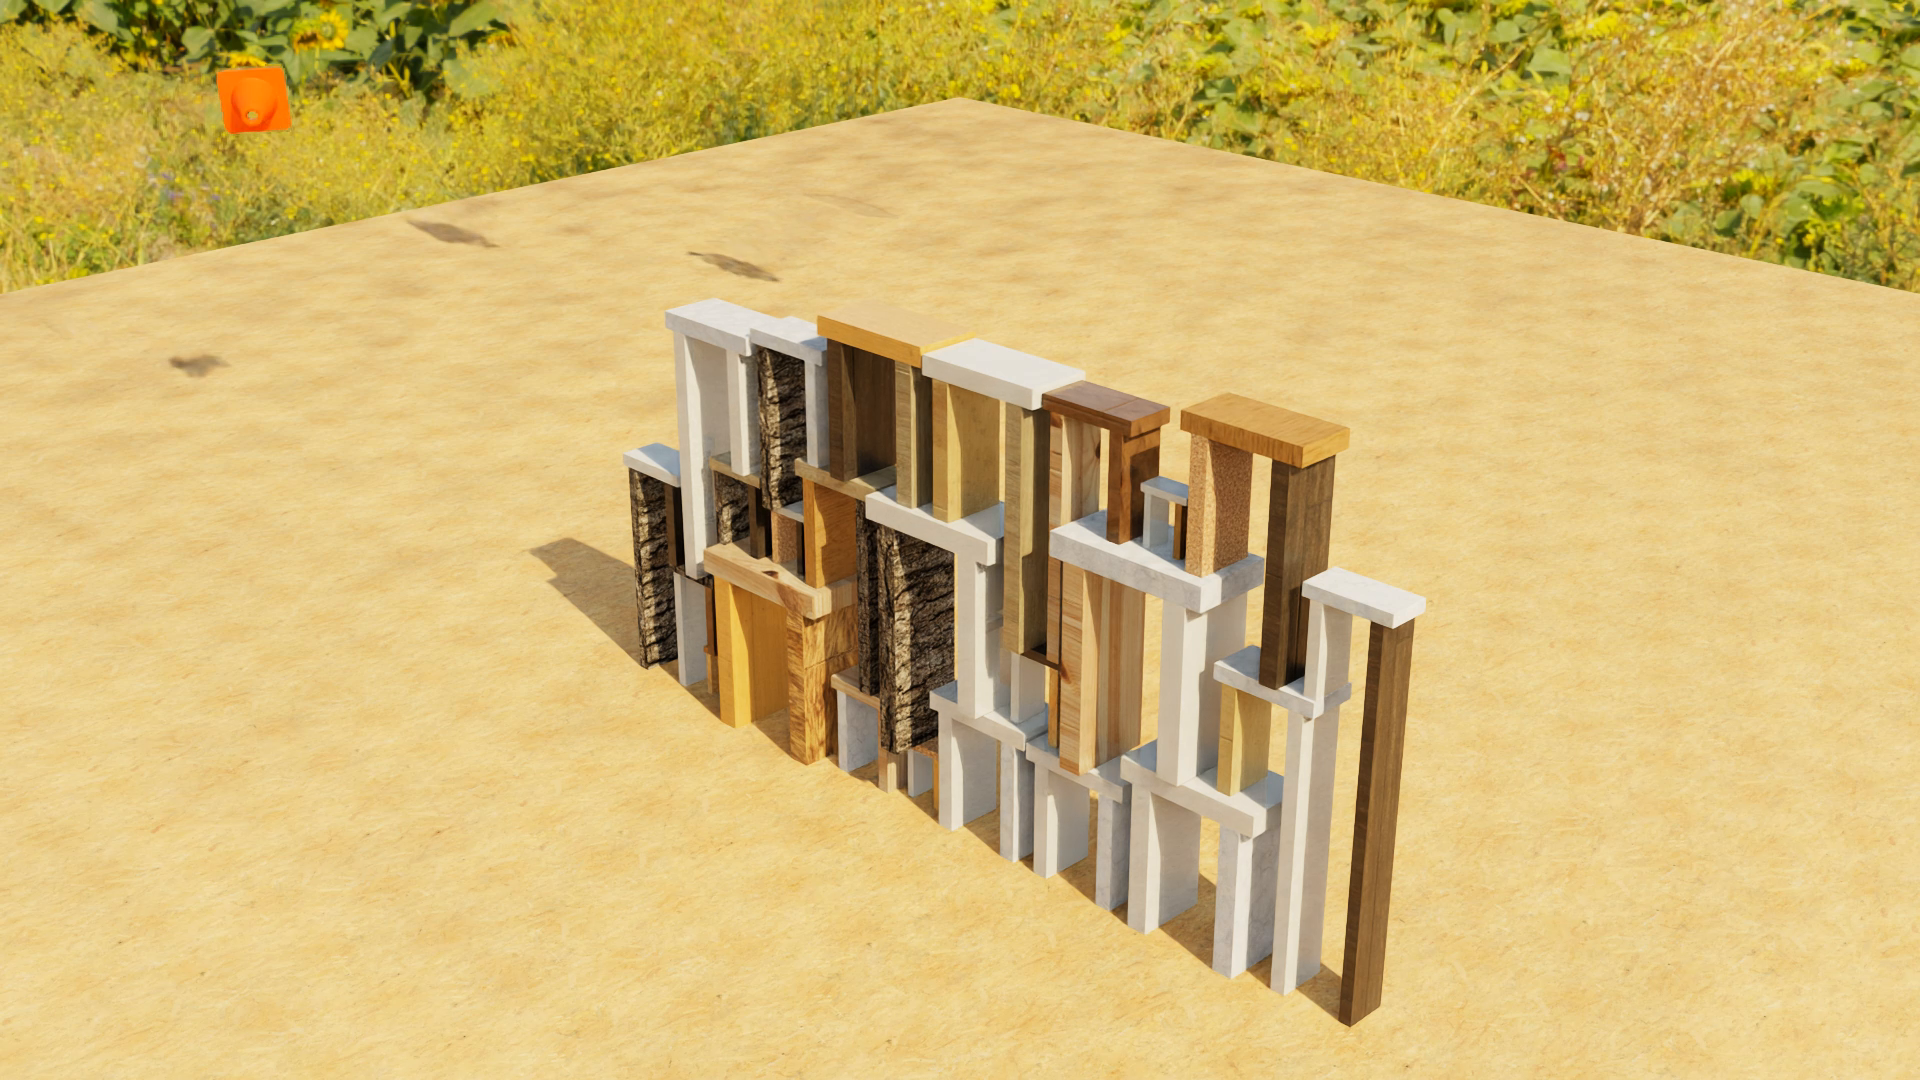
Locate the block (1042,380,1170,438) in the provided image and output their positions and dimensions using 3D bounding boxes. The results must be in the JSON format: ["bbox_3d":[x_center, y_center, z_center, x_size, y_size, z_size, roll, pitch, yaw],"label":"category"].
[{"bbox_3d":[0.255,-0.231,3.850,0.206,0.029,0.103,21,31,41],"label":"block"}]

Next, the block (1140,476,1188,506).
[{"bbox_3d":[0.367,-0.085,3.788,0.103,0.015,0.051,21,31,40],"label":"block"}]

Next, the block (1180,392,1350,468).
[{"bbox_3d":[0.499,-0.182,3.611,0.251,0.036,0.126,21,31,41],"label":"block"}]

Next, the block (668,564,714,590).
[{"bbox_3d":[-0.561,0.067,4.865,0.164,0.023,0.082,21,31,40],"label":"block"}]

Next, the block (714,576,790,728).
[{"bbox_3d":[-0.444,0.219,4.795,0.050,0.351,0.176,21,31,41],"label":"block"}]

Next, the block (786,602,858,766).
[{"bbox_3d":[-0.279,0.284,4.642,0.050,0.351,0.175,21,31,41],"label":"block"}]

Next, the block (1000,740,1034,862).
[{"bbox_3d":[0.136,0.489,4.283,0.036,0.255,0.127,21,31,41],"label":"block"}]

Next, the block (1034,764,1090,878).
[{"bbox_3d":[0.196,0.520,4.228,0.034,0.240,0.120,21,31,41],"label":"block"}]

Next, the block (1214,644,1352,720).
[{"bbox_3d":[0.547,0.239,3.736,0.212,0.030,0.106,21,31,41],"label":"block"}]

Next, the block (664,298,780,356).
[{"bbox_3d":[-0.476,-0.443,4.560,0.134,0.038,0.267,-21,31,-40],"label":"block"}]

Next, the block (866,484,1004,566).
[{"bbox_3d":[-0.008,-0.042,4.210,0.330,0.047,0.165,21,31,40],"label":"block"}]

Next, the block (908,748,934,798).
[{"bbox_3d":[-0.081,0.467,4.516,0.016,0.113,0.056,21,31,41],"label":"block"}]

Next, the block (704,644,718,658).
[{"bbox_3d":[-0.521,0.251,4.899,0.099,0.014,0.050,21,31,41],"label":"block"}]

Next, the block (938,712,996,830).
[{"bbox_3d":[0.016,0.442,4.394,0.036,0.255,0.127,21,31,41],"label":"block"}]

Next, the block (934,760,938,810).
[{"bbox_3d":[-0.028,0.488,4.467,0.016,0.112,0.056,21,31,41],"label":"block"}]

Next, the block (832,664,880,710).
[{"bbox_3d":[-0.169,0.306,4.531,0.093,0.026,0.185,-21,31,-40],"label":"block"}]

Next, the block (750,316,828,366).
[{"bbox_3d":[-0.307,-0.398,4.386,0.109,0.031,0.218,-21,31,-40],"label":"block"}]

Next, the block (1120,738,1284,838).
[{"bbox_3d":[0.450,0.431,3.918,0.301,0.043,0.151,21,31,41],"label":"block"}]

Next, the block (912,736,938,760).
[{"bbox_3d":[-0.055,0.418,4.466,0.112,0.016,0.056,21,31,40],"label":"block"}]

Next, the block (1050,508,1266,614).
[{"bbox_3d":[0.343,0.030,3.862,0.173,0.049,0.346,-21,31,-41],"label":"block"}]

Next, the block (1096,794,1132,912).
[{"bbox_3d":[0.309,0.564,4.123,0.034,0.240,0.120,21,31,41],"label":"block"}]

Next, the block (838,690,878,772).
[{"bbox_3d":[-0.213,0.386,4.613,0.026,0.185,0.093,21,31,41],"label":"block"}]

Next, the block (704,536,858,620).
[{"bbox_3d":[-0.362,0.067,4.640,0.351,0.050,0.175,21,31,41],"label":"block"}]

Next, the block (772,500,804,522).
[{"bbox_3d":[-0.339,-0.065,4.565,0.118,0.017,0.059,21,31,40],"label":"block"}]

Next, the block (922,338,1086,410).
[{"bbox_3d":[0.078,-0.304,4.006,0.278,0.039,0.139,21,31,40],"label":"block"}]

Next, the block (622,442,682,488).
[{"bbox_3d":[-0.647,-0.167,4.855,0.097,0.027,0.193,-22,32,-40],"label":"block"}]

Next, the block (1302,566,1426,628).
[{"bbox_3d":[0.652,0.092,3.556,0.178,0.025,0.089,21,31,41],"label":"block"}]

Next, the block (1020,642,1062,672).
[{"bbox_3d":[0.165,0.206,4.129,0.147,0.021,0.073,21,31,40],"label":"block"}]

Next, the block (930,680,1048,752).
[{"bbox_3d":[0.076,0.331,4.282,0.255,0.036,0.127,21,31,41],"label":"block"}]

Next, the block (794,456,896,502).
[{"bbox_3d":[-0.208,-0.131,4.397,0.118,0.033,0.236,-21,31,-41],"label":"block"}]

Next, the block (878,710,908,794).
[{"bbox_3d":[-0.125,0.421,4.532,0.026,0.185,0.093,21,31,41],"label":"block"}]

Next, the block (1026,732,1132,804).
[{"bbox_3d":[0.253,0.416,4.122,0.240,0.034,0.120,21,31,41],"label":"block"}]

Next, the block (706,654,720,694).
[{"bbox_3d":[-0.544,0.294,4.942,0.014,0.099,0.049,21,31,41],"label":"block"}]

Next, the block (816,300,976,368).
[{"bbox_3d":[-0.123,-0.395,4.190,0.144,0.041,0.287,-21,31,-40],"label":"block"}]

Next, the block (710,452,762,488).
[{"bbox_3d":[-0.444,-0.152,4.637,0.083,0.024,0.167,-21,31,-40],"label":"block"}]
